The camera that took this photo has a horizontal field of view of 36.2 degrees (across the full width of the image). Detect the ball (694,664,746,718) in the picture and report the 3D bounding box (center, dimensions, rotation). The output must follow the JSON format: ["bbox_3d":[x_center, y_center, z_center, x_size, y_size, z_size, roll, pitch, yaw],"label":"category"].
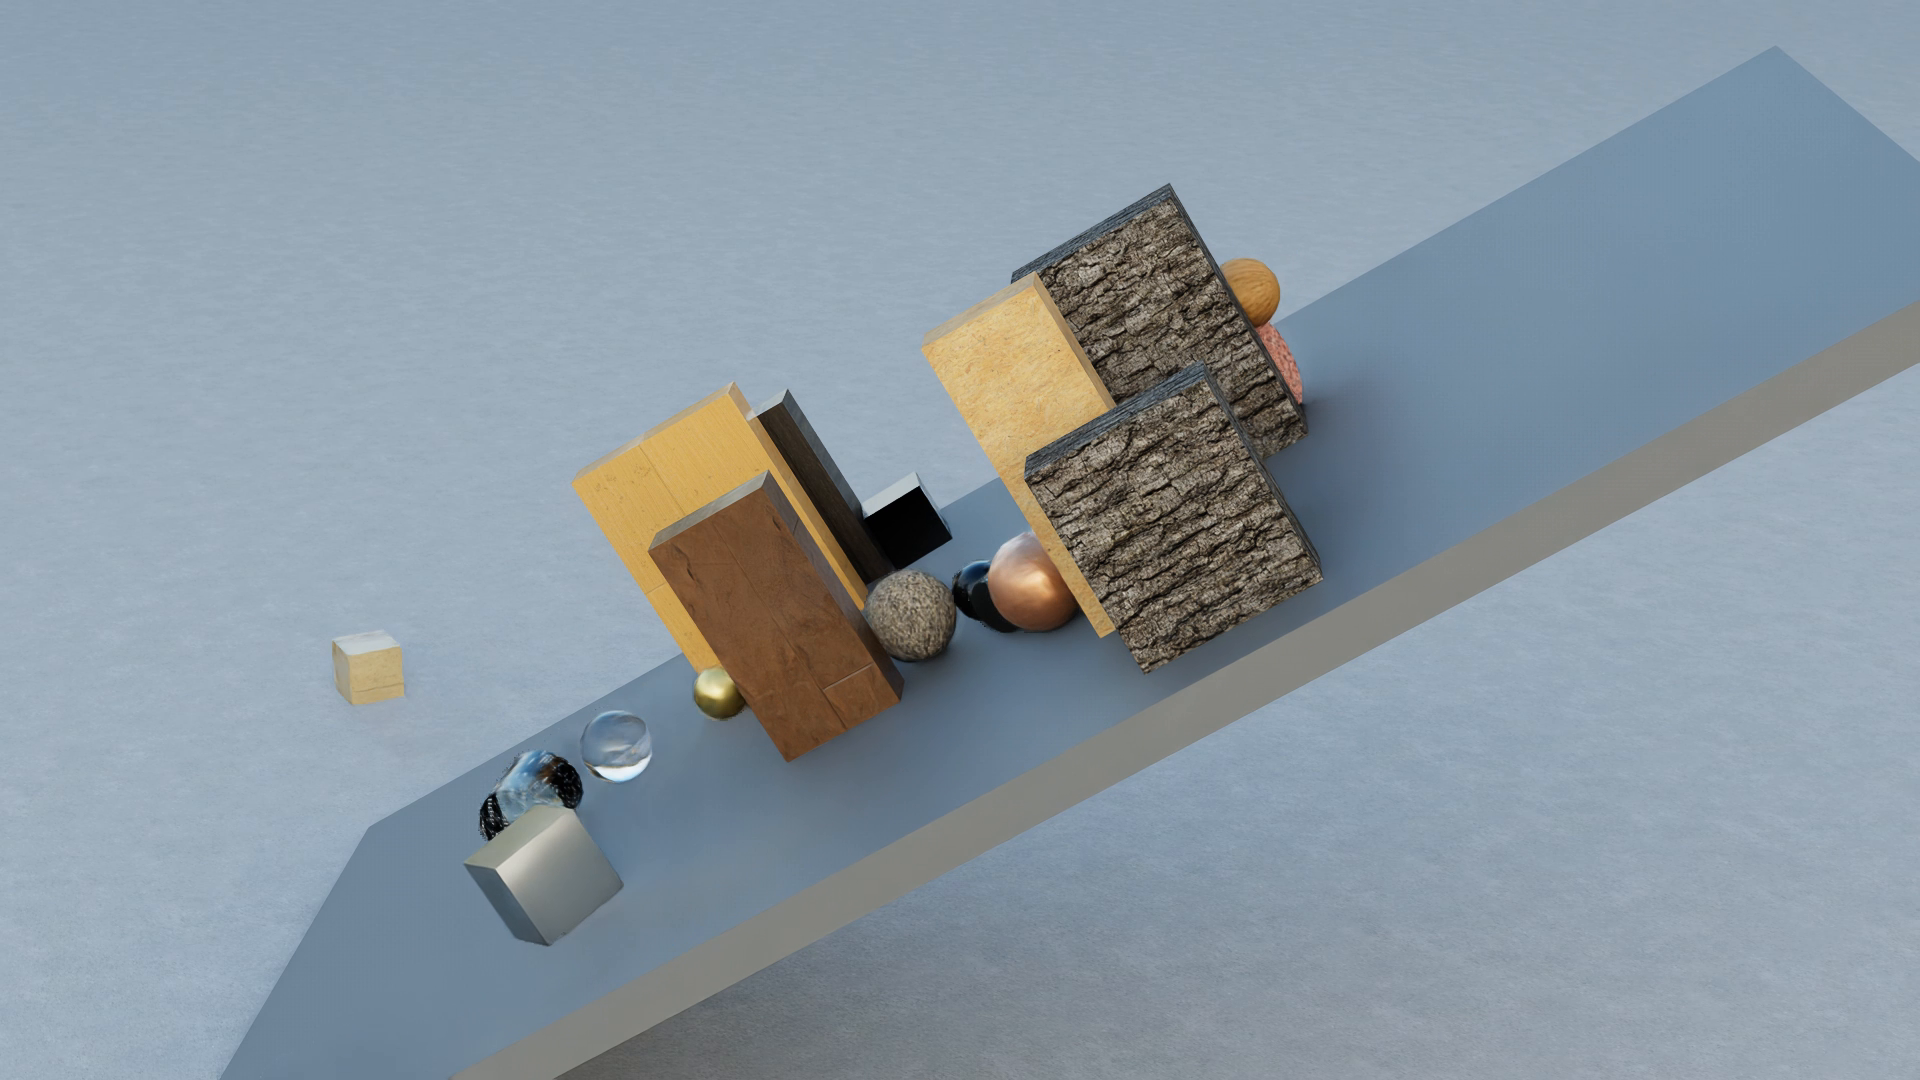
[{"bbox_3d":[-0.542,0.343,6.673,0.124,0.124,0.124,0,19,0],"label":"ball"}]

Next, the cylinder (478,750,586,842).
[{"bbox_3d":[-0.961,0.595,6.600,0.180,0.180,0.180,6,33,18],"label":"cylinder"}]

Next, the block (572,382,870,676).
[{"bbox_3d":[-0.557,-0.003,6.883,0.434,0.601,0.102,-29,15,12],"label":"block"}]

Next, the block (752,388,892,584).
[{"bbox_3d":[-0.475,-0.040,7.060,0.436,0.488,0.115,-29,15,12],"label":"block"}]

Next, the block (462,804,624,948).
[{"bbox_3d":[-0.857,0.688,6.046,0.200,0.200,0.200,-39,16,-25],"label":"block"}]

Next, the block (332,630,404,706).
[{"bbox_3d":[-1.758,0.378,8.731,0.159,0.159,0.159,-10,22,-27],"label":"block"}]

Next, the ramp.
[{"bbox_3d":[0.142,0.168,6.287,4.000,0.100,2.000,-29,15,12],"label":"ramp"}]

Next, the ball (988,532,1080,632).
[{"bbox_3d":[0.157,0.083,5.933,0.202,0.202,0.202,0,19,0],"label":"ball"}]

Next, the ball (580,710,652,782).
[{"bbox_3d":[-0.779,0.468,6.672,0.165,0.165,0.165,0,19,0],"label":"ball"}]

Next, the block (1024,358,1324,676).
[{"bbox_3d":[0.391,-0.041,5.386,0.374,0.439,0.134,-29,15,12],"label":"block"}]

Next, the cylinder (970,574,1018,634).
[{"bbox_3d":[0.110,0.104,6.106,0.128,0.128,0.128,13,41,33],"label":"cylinder"}]

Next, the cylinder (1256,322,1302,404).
[{"bbox_3d":[0.603,-0.346,6.406,0.207,0.207,0.207,-24,7,27],"label":"cylinder"}]

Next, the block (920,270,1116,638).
[{"bbox_3d":[0.209,-0.162,5.684,0.247,0.675,0.115,-29,15,12],"label":"block"}]

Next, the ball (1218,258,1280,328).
[{"bbox_3d":[0.605,-0.525,6.282,0.156,0.156,0.156,0,19,0],"label":"ball"}]

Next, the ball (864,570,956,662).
[{"bbox_3d":[-0.104,0.161,6.227,0.195,0.195,0.195,0,19,0],"label":"ball"}]

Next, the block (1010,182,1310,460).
[{"bbox_3d":[0.420,-0.393,6.181,0.381,0.585,0.144,-29,15,12],"label":"block"}]

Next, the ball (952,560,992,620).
[{"bbox_3d":[0.048,0.107,6.225,0.128,0.128,0.128,0,19,0],"label":"ball"}]

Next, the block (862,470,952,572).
[{"bbox_3d":[-0.128,-0.045,7.031,0.153,0.153,0.153,-31,15,4],"label":"block"}]

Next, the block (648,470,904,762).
[{"bbox_3d":[-0.378,0.160,6.107,0.278,0.540,0.119,-29,15,12],"label":"block"}]
